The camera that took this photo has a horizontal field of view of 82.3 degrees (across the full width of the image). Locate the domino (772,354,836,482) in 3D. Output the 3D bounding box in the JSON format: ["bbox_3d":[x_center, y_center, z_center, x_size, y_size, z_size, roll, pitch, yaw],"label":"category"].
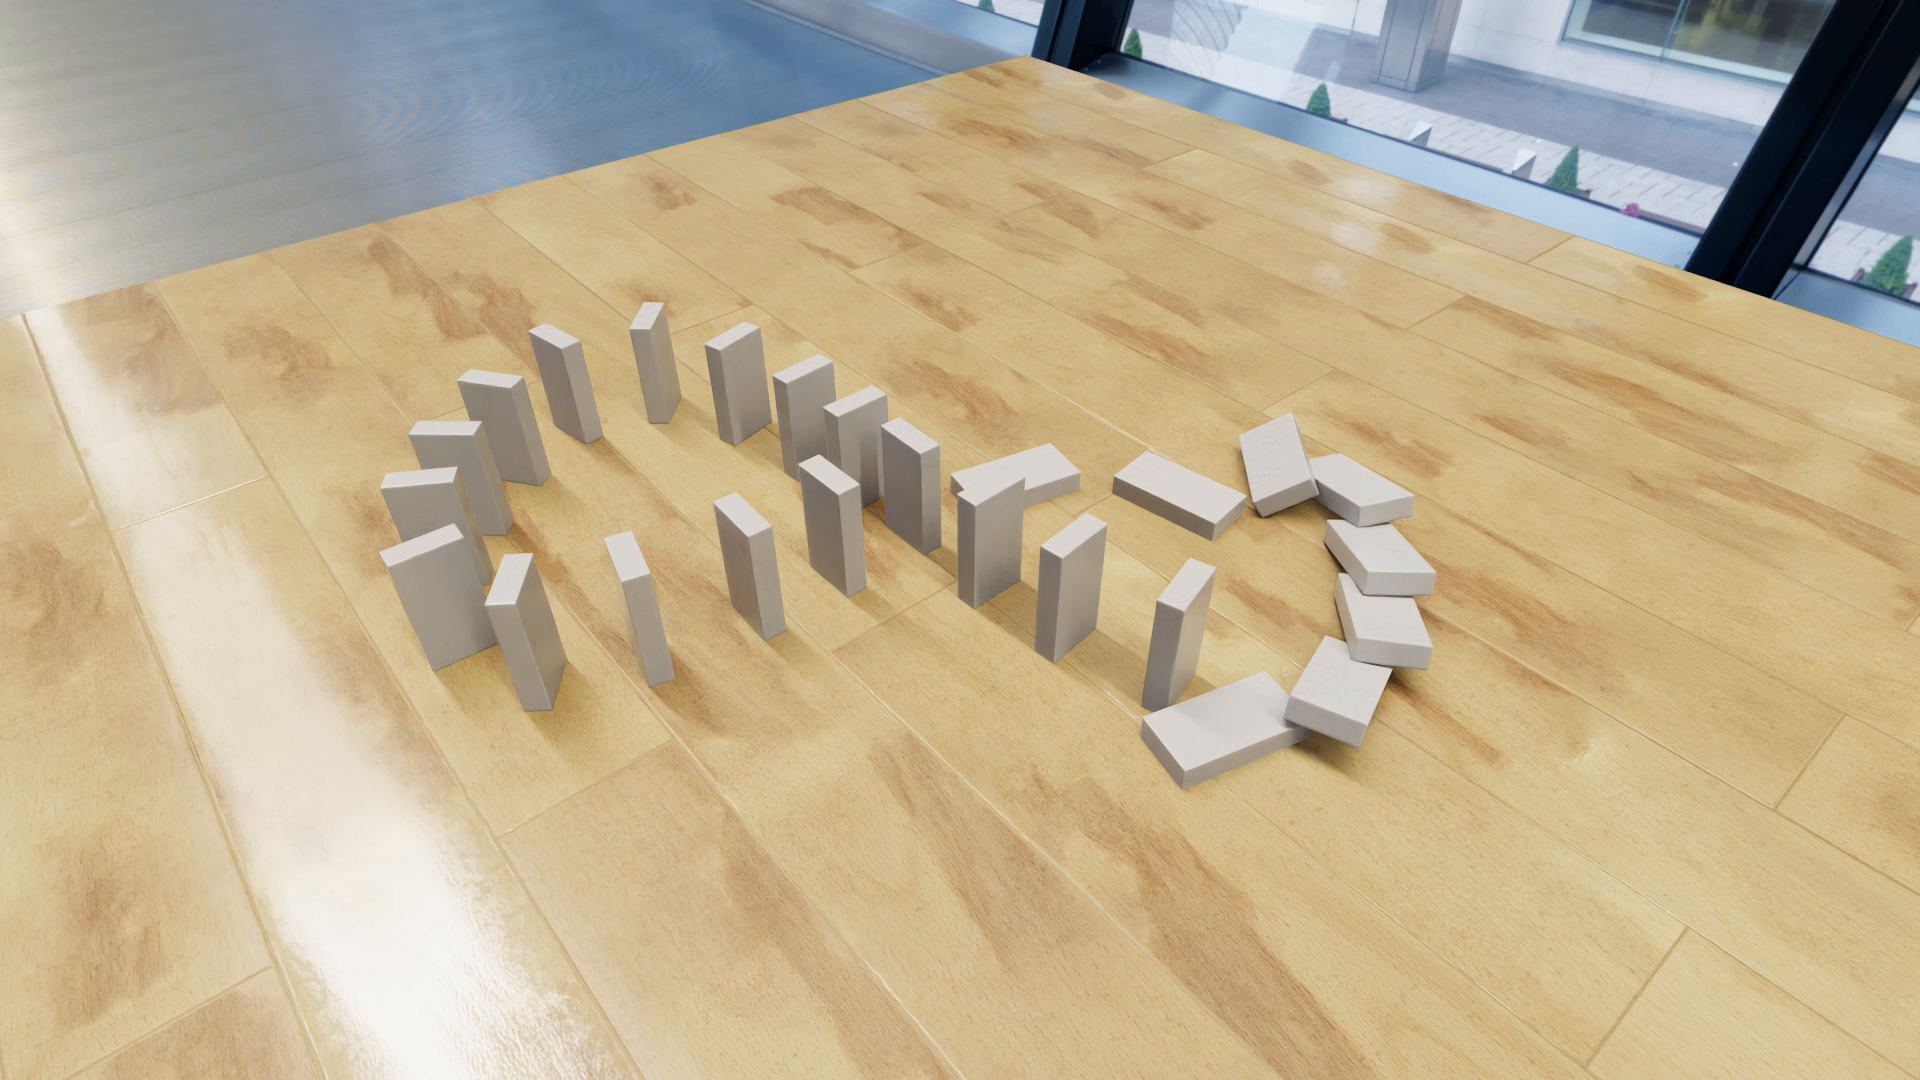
[{"bbox_3d":[-0.066,-0.053,0.476,0.009,0.050,0.025,32,49,33],"label":"domino"}]

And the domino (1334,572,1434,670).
[{"bbox_3d":[0.153,0.029,0.399,0.025,0.009,0.050,7,26,8],"label":"domino"}]

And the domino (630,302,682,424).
[{"bbox_3d":[-0.141,-0.082,0.512,0.009,0.050,0.025,1,39,2],"label":"domino"}]

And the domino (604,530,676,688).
[{"bbox_3d":[-0.111,0.024,0.382,0.010,0.050,0.025,-18,43,-21],"label":"domino"}]

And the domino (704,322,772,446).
[{"bbox_3d":[-0.100,-0.070,0.497,0.010,0.050,0.025,24,45,26],"label":"domino"}]

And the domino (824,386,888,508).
[{"bbox_3d":[-0.042,-0.037,0.456,0.025,0.050,0.009,-30,48,-31],"label":"domino"}]

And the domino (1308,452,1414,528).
[{"bbox_3d":[0.163,-0.022,0.461,0.025,0.009,0.050,-11,27,-14],"label":"domino"}]

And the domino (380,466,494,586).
[{"bbox_3d":[-0.197,-0.003,0.416,0.025,0.050,0.010,-6,40,-7],"label":"domino"}]

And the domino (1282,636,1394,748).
[{"bbox_3d":[0.129,0.050,0.372,0.025,0.010,0.050,20,28,24],"label":"domino"}]

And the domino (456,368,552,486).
[{"bbox_3d":[-0.194,-0.047,0.469,0.025,0.050,0.010,9,40,11],"label":"domino"}]

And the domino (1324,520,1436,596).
[{"bbox_3d":[0.161,0.006,0.425,0.025,0.009,0.050,1,23,0],"label":"domino"}]

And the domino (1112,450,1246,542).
[{"bbox_3d":[0.093,-0.019,0.467,0.050,0.009,0.025,29,47,31],"label":"domino"}]

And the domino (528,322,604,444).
[{"bbox_3d":[-0.178,-0.070,0.497,0.025,0.050,0.010,27,47,29],"label":"domino"}]

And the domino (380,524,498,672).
[{"bbox_3d":[-0.181,0.021,0.386,0.025,0.050,0.010,-27,46,-29],"label":"domino"}]

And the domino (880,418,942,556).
[{"bbox_3d":[-0.019,-0.021,0.437,0.009,0.050,0.025,-28,47,-30],"label":"domino"}]

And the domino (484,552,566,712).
[{"bbox_3d":[-0.146,0.032,0.373,0.010,0.050,0.025,-3,39,-3],"label":"domino"}]

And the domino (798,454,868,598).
[{"bbox_3d":[-0.048,-0.005,0.417,0.010,0.050,0.025,-29,47,-31],"label":"domino"}]

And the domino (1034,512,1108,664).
[{"bbox_3d":[0.039,0.017,0.390,0.010,0.050,0.025,30,48,32],"label":"domino"}]

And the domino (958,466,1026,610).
[{"bbox_3d":[0.011,0.000,0.412,0.025,0.050,0.009,-31,48,-32],"label":"domino"}]

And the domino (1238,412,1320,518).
[{"bbox_3d":[0.137,-0.033,0.474,0.025,0.010,0.050,-24,33,23],"label":"domino"}]

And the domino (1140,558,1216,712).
[{"bbox_3d":[0.073,0.033,0.371,0.009,0.050,0.025,23,45,25],"label":"domino"}]

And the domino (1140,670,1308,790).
[{"bbox_3d":[0.088,0.063,0.367,0.050,0.009,0.025,-16,42,-19],"label":"domino"}]

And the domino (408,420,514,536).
[{"bbox_3d":[-0.199,-0.024,0.441,0.025,0.050,0.009,1,39,1],"label":"domino"}]

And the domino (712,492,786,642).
[{"bbox_3d":[-0.076,0.010,0.399,0.009,0.050,0.025,-26,46,-29],"label":"domino"}]

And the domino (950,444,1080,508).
[{"bbox_3d":[0.024,-0.025,0.474,0.050,0.009,0.025,-18,43,-21],"label":"domino"}]
